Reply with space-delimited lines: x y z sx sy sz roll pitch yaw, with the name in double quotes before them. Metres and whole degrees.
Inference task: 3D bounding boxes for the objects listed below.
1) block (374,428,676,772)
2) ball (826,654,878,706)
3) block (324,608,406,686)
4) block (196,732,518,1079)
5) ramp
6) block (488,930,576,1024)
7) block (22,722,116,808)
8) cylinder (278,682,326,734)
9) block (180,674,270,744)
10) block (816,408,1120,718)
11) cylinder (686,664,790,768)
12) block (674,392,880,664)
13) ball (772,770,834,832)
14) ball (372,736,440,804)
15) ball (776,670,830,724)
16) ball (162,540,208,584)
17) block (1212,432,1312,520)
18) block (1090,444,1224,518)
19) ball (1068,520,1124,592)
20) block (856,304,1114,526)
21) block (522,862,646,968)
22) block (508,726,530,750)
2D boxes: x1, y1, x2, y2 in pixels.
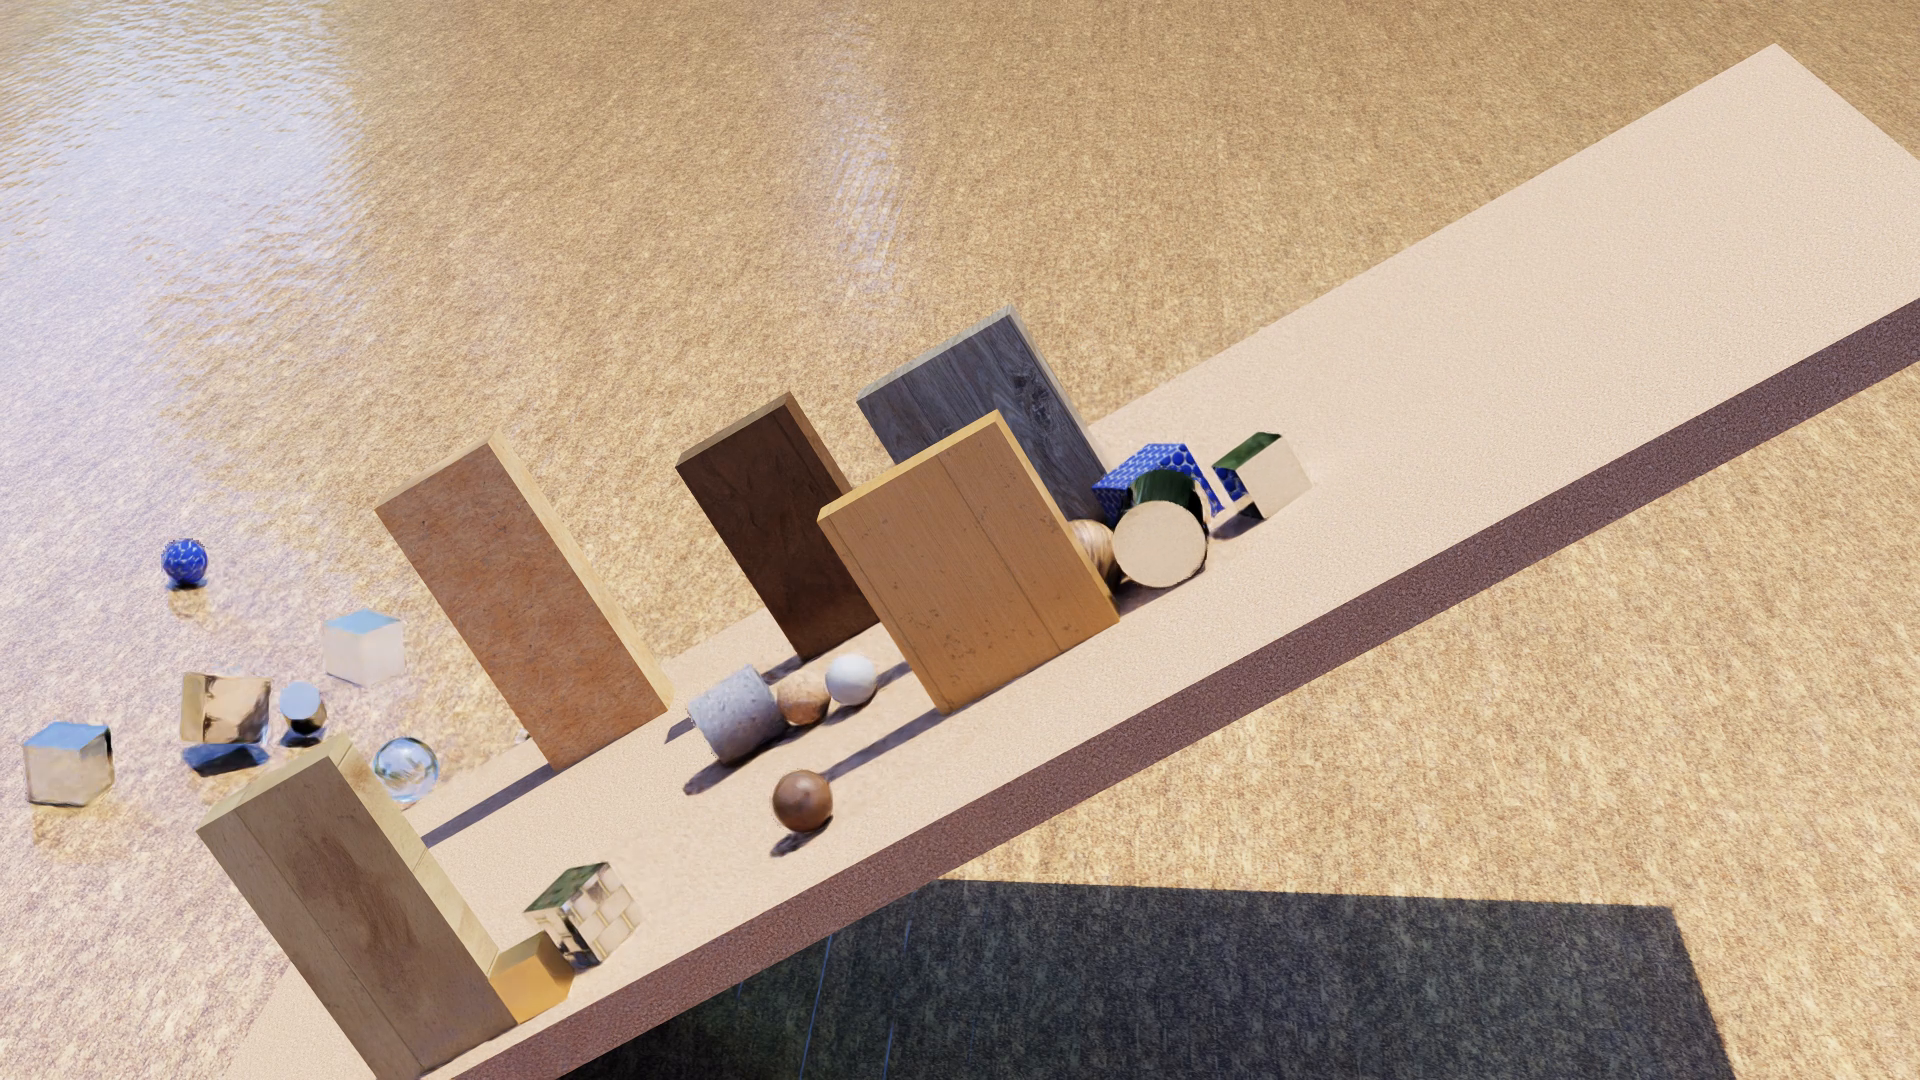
"block" -1.034 0.148 7.030 0.327 0.776 0.125 -29 15 12
"ball" -0.230 0.295 6.221 0.111 0.111 0.111 0 19 0
"block" -1.799 0.324 8.883 0.165 0.165 0.165 14 24 36
"block" -1.143 0.720 5.661 0.312 0.643 0.116 -29 15 12
"ramp" 0.142 0.168 6.287 4.000 0.100 2.000 -29 15 12
"block" -0.825 0.842 5.670 0.109 0.109 0.109 -29 15 11
"block" -2.436 0.613 8.041 0.169 0.169 0.169 4 20 13
"cylinder" -1.881 0.481 8.419 0.118 0.118 0.118 -1 -25 -3
"block" -2.066 0.475 8.267 0.187 0.187 0.187 4 -3 -33
"block" 0.019 0.049 5.787 0.407 0.475 0.083 -29 15 12
"cylinder" -0.477 0.379 6.351 0.163 0.163 0.163 -33 24 -2
"block" -0.371 -0.027 6.691 0.294 0.547 0.107 -29 15 12
"ball" -0.304 0.504 5.675 0.120 0.120 0.120 0 19 0
"ball" -1.445 0.599 7.663 0.173 0.173 0.173 0 19 0
"ball" -0.335 0.337 6.290 0.117 0.117 0.117 0 19 0
"ball" -2.537 0.073 9.636 0.146 0.146 0.146 0 19 0
"block" 0.602 -0.128 5.863 0.122 0.122 0.122 -35 15 -12
"block" 0.405 -0.086 6.051 0.162 0.162 0.162 -37 15 -19
"ball" 0.248 0.043 5.937 0.171 0.171 0.171 0 19 0
"block" 0.090 -0.159 6.147 0.371 0.559 0.089 -29 15 12
"block" -0.737 0.737 5.767 0.142 0.142 0.142 -16 22 48
"block" -1.142 0.595 8.022 0.158 0.158 0.158 29 14 -14
